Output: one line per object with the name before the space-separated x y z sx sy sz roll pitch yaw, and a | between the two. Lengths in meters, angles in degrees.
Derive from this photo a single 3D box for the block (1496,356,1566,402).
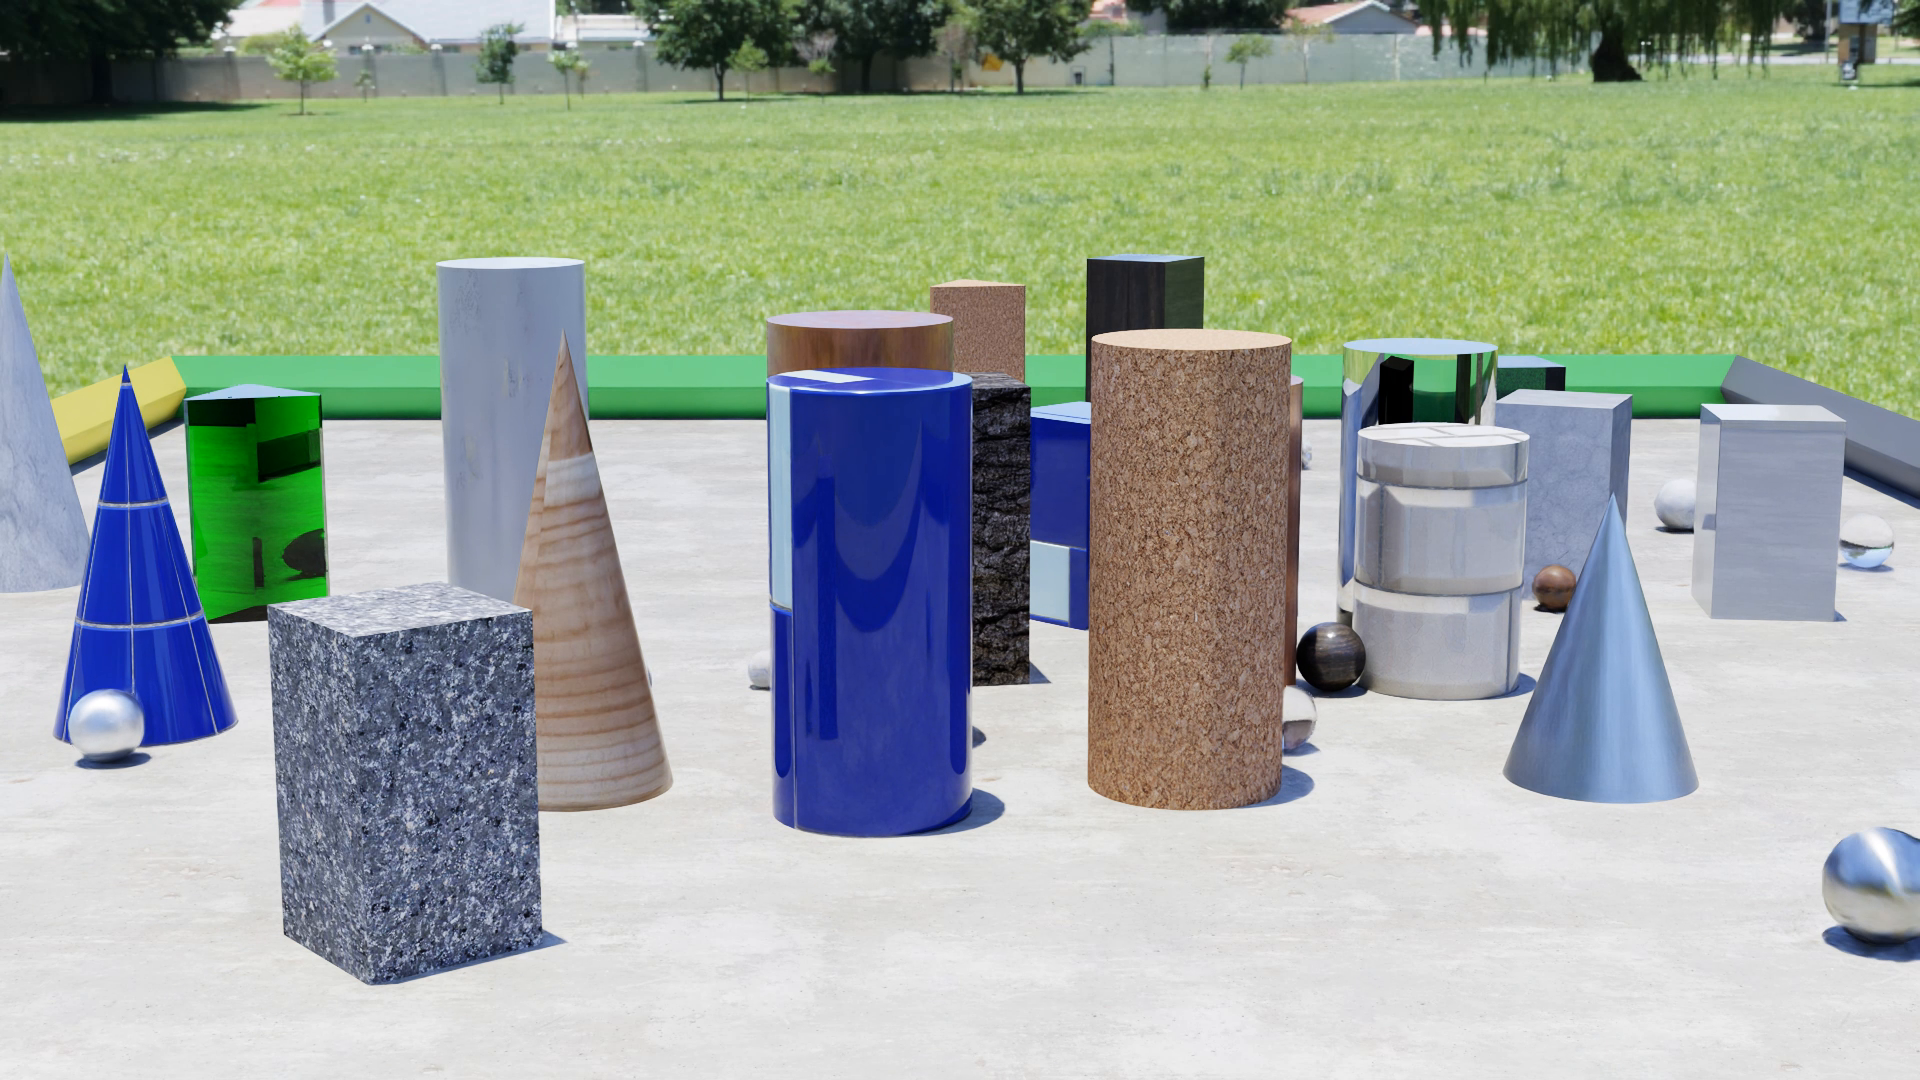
block | 0.870 -0.160 4.143 0.159 0.258 0.159 -1 11 -6

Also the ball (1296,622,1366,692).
ball | 0.437 0.137 3.022 0.082 0.082 0.082 0 10 0

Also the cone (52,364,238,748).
cone | -0.909 0.008 2.828 0.199 0.407 0.199 0 10 0

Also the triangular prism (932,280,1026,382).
triangular prism | 0.019 -0.303 4.703 0.172 0.337 0.149 -2 11 -10

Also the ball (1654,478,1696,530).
ball | 1.144 -0.056 4.065 0.083 0.083 0.083 0 10 0

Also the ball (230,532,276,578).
ball | -1.019 0.021 3.697 0.066 0.066 0.066 0 10 0

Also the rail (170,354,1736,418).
rail | -0.011 -0.318 5.347 3.276 0.129 0.045 0 10 0

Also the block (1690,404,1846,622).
block | 1.088 -0.039 3.463 0.159 0.268 0.159 1 11 6

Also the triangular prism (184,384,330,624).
triangular prism | -0.949 -0.053 3.456 0.172 0.298 0.149 -3 11 -18

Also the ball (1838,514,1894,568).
ball | 1.329 0.001 3.764 0.079 0.079 0.079 0 10 0

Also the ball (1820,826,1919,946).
ball | 0.774 0.290 2.150 0.098 0.098 0.098 0 10 0

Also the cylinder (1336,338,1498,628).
cylinder | 0.598 -0.072 3.368 0.199 0.367 0.199 0 10 0

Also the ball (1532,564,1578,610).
ball | 0.806 0.064 3.474 0.061 0.061 0.061 0 10 0

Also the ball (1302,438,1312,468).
ball | 0.615 -0.160 4.690 0.059 0.059 0.059 0 10 0

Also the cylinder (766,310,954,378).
cylinder | -0.106 -0.009 2.770 0.199 0.460 0.199 0 10 0

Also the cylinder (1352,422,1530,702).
cylinder | 0.569 0.022 3.047 0.199 0.298 0.199 0 10 0

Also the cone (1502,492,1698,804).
cone | 0.664 0.098 2.634 0.199 0.300 0.199 0 10 0

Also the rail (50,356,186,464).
rail | -1.614 0.035 3.440 0.045 0.129 3.908 0 10 0

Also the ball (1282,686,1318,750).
ball | 0.351 0.191 2.767 0.068 0.068 0.068 0 10 0

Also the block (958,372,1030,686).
block | -0.011 -0.014 3.088 0.159 0.356 0.159 -2 11 -11

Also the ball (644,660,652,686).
ball | -0.390 0.160 2.880 0.089 0.089 0.089 0 10 0

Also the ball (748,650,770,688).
ball | -0.230 0.153 3.041 0.044 0.044 0.044 0 10 0

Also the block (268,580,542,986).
block | -0.462 0.196 2.141 0.159 0.286 0.159 -8 13 -38

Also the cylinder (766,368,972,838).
cylinder | -0.087 0.056 2.506 0.199 0.429 0.199 0 10 0

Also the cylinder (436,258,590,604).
cylinder | -0.606 -0.146 3.502 0.199 0.464 0.199 0 10 0

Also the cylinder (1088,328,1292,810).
cylinder | 0.230 0.025 2.596 0.199 0.458 0.199 0 10 0

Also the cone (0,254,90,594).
cone | -1.338 -0.175 3.640 0.199 0.472 0.199 0 10 0

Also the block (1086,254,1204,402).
block | 0.338 -0.326 4.699 0.159 0.382 0.159 6 12 31

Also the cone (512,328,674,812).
cone | -0.394 0.019 2.590 0.199 0.471 0.199 0 10 0

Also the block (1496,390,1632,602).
block | 0.837 -0.062 3.577 0.159 0.272 0.159 5 11 23

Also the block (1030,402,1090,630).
block | 0.164 -0.036 3.432 0.159 0.273 0.159 10 15 44

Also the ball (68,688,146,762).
ball | -0.902 0.196 2.716 0.078 0.078 0.078 0 10 0

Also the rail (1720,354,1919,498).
rail | 1.614 0.032 3.458 0.045 0.129 3.908 0 10 0

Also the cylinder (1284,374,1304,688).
cylinder | 0.297 -0.004 2.995 0.199 0.370 0.199 0 10 0
